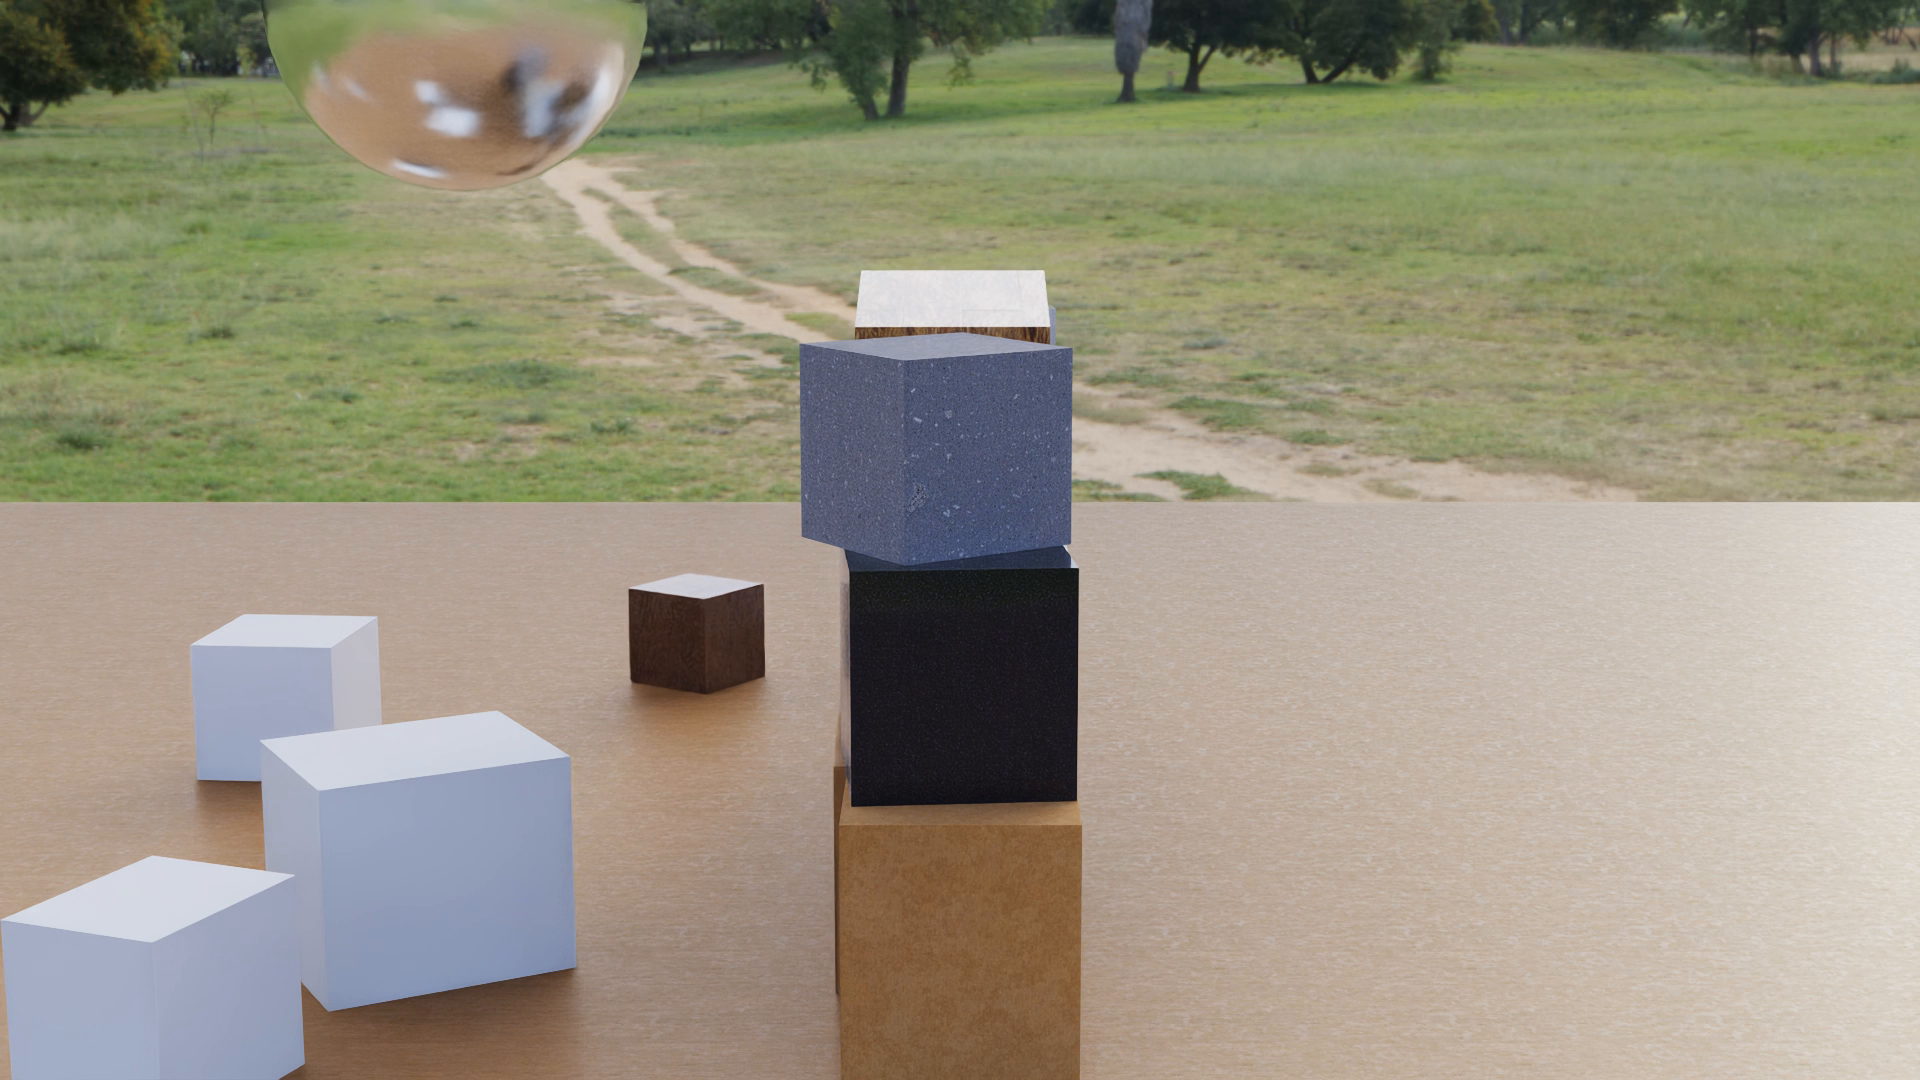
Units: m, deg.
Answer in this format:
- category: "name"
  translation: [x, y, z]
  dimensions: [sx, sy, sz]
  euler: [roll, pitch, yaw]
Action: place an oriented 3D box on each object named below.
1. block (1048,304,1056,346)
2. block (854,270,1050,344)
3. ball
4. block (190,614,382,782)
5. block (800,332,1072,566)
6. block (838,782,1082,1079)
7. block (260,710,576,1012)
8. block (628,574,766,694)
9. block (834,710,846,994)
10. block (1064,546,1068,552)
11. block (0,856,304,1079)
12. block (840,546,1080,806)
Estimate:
- category: "block"
  translation: [0.006, -0.729, 12.309]
  dimensions: [0.878, 0.780, 0.977]
  euler: [0, 6, 1]
- category: "block"
  translation: [-0.032, -0.604, 11.285]
  dimensions: [0.817, 0.963, 0.810]
  euler: [0, 23, 0]
- category: "ball"
  translation: [-2.110, -2.269, 10.768]
  dimensions: [1.600, 1.600, 1.600]
  euler: [0, 10, 0]
- category: "block"
  translation: [-3.450, 0.805, 13.196]
  dimensions: [0.720, 0.695, 0.748]
  euler: [1, 10, 5]
- category: "block"
  translation: [-0.092, -0.357, 9.507]
  dimensions: [0.739, 0.729, 0.702]
  euler: [-7, 12, -34]
- category: "block"
  translation: [0.001, 1.372, 9.407]
  dimensions: [0.844, 0.934, 0.857]
  euler: [0, 10, 0]
- category: "block"
  translation: [-2.169, 1.252, 10.252]
  dimensions: [0.999, 0.867, 0.844]
  euler: [-6, 12, -29]
- category: "block"
  translation: [-1.538, 0.542, 15.027]
  dimensions: [0.568, 0.558, 0.551]
  euler: [7, 12, 33]
- category: "block"
  translation: [-0.045, 1.228, 10.267]
  dimensions: [0.893, 0.910, 0.869]
  euler: [0, 10, -1]
- category: "block"
  translation: [-0.008, 0.370, 11.166]
  dimensions: [0.926, 0.760, 0.980]
  euler: [0, 11, 0]
- category: "block"
  translation: [-2.786, 1.578, 8.912]
  dimensions: [0.624, 0.706, 0.774]
  euler: [4, 11, 21]
- category: "block"
  translation: [-0.021, 0.448, 9.497]
  dimensions: [0.809, 0.851, 0.846]
  euler: [-1, 10, -5]
